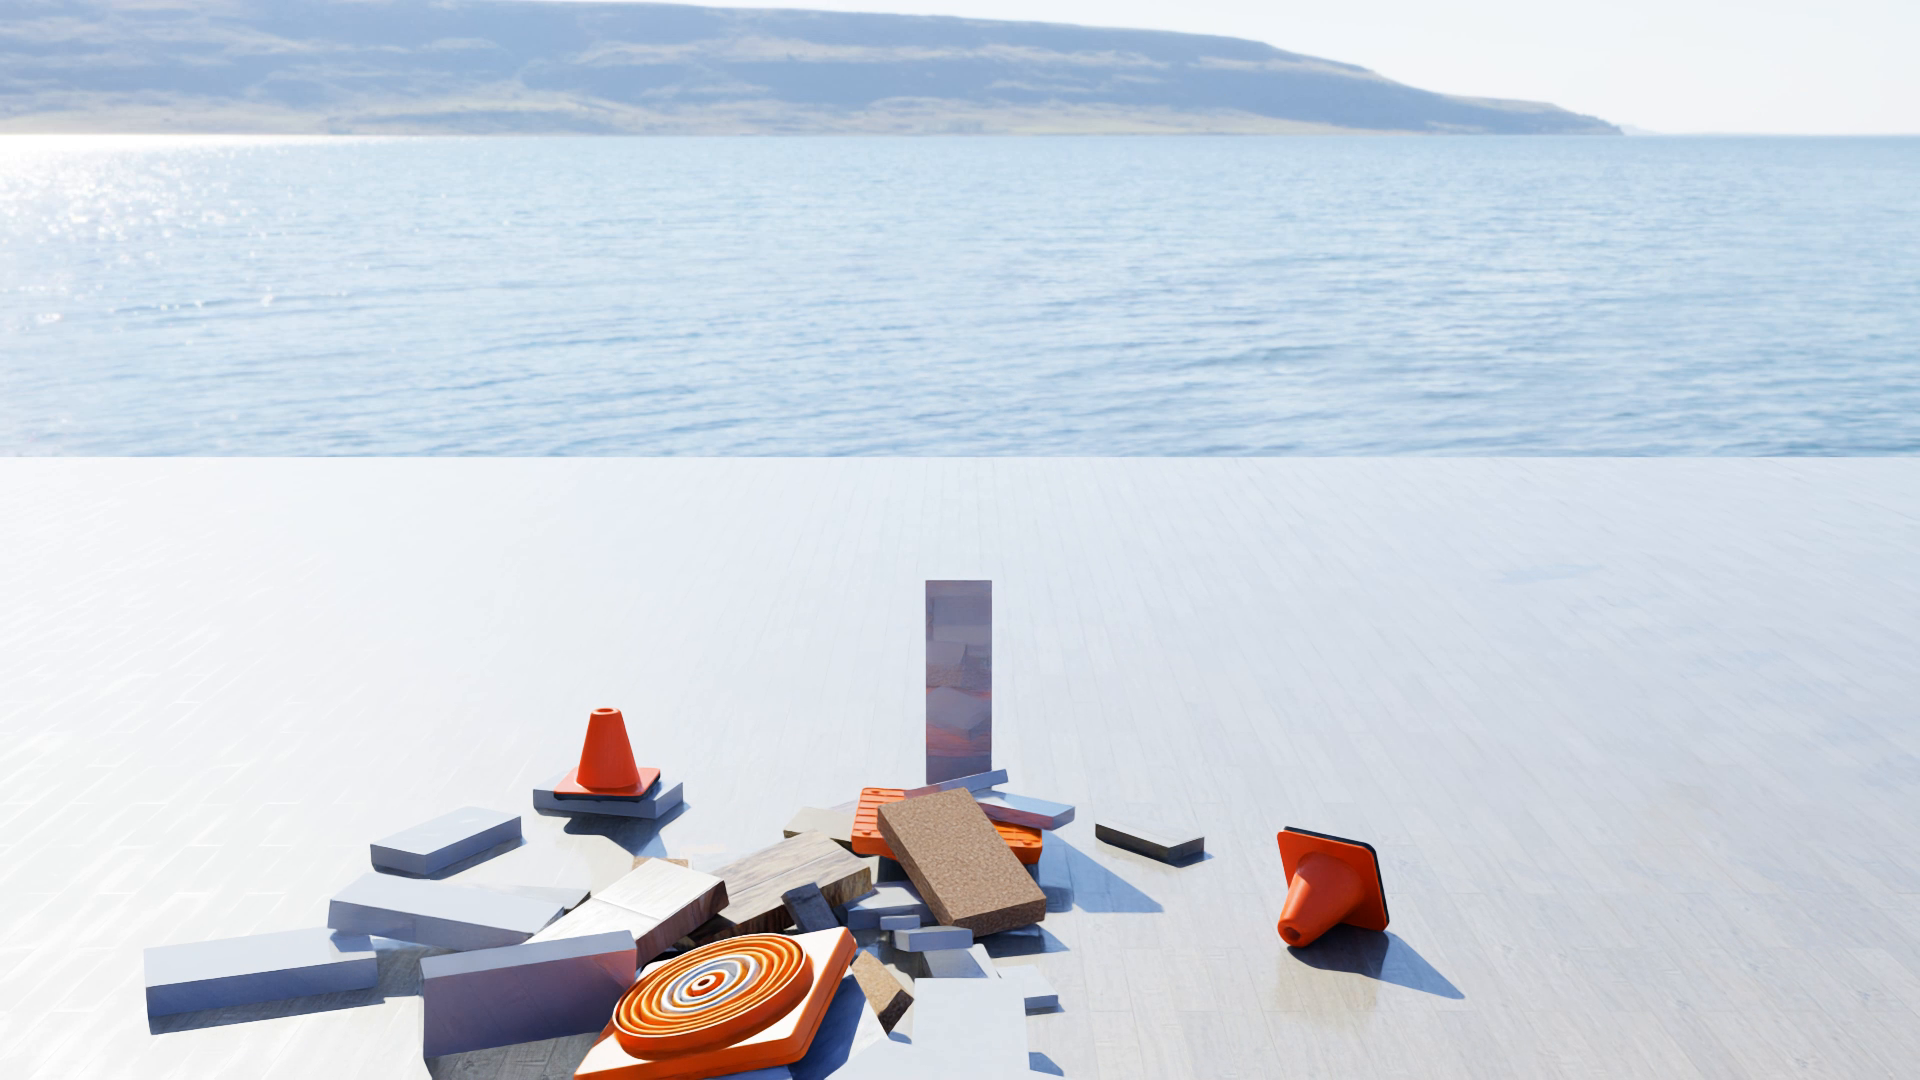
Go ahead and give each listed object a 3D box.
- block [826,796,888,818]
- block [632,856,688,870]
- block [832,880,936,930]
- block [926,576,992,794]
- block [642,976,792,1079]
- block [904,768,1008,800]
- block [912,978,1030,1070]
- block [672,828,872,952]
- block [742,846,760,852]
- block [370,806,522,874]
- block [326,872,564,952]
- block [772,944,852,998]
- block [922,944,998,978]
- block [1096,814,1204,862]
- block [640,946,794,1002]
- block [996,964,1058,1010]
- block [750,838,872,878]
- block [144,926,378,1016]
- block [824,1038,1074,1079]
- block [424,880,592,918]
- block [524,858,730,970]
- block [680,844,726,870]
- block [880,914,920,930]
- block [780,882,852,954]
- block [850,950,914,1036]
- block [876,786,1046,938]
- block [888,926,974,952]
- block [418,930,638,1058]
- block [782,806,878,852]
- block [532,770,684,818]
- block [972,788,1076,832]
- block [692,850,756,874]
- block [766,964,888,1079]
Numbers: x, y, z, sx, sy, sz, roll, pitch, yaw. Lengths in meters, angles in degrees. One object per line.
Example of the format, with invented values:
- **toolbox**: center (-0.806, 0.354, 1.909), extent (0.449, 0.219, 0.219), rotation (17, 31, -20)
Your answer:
- **block**: center (-0.201, 0.508, 4.053), extent (0.076, 0.022, 0.152), rotation (10, 14, 42)
- **block**: center (-0.496, 0.574, 3.606), extent (0.092, 0.026, 0.184), rotation (3, 17, -5)
- **block**: center (-0.086, 0.590, 3.583), extent (0.228, 0.032, 0.114), rotation (-3, 11, -16)
- **block**: center (-0.002, 0.280, 4.173), extent (0.126, 0.425, 0.036), rotation (0, 11, 0)
- **block**: center (-0.317, 0.689, 2.891), extent (0.162, 0.046, 0.365), rotation (-19, 14, -10)
- **block**: center (-0.006, 0.440, 3.925), extent (0.091, 0.026, 0.182), rotation (-17, -7, 40)
- **block**: center (0.013, 0.682, 2.830), extent (0.150, 0.043, 0.518), rotation (0, 11, 0)
- **block**: center (-0.318, 0.562, 3.479), extent (0.321, 0.046, 0.161), rotation (-20, 27, -32)
- **block**: center (-0.325, 0.556, 3.806), extent (0.124, 0.018, 0.062), rotation (6, 12, 28)
- **block**: center (-0.908, 0.530, 3.896), extent (0.126, 0.036, 0.251), rotation (6, 12, 28)
- **block**: center (-0.797, 0.585, 3.421), extent (0.323, 0.046, 0.162), rotation (9, 7, 4)
- **block**: center (-0.210, 0.641, 3.238), extent (0.122, 0.061, 0.017), rotation (-9, -28, -40)
- **block**: center (0.004, 0.650, 3.270), extent (0.095, 0.027, 0.191), rotation (-2, 11, -9)
- **block**: center (0.338, 0.530, 3.924), extent (0.091, 0.026, 0.182), rotation (-9, 14, -40)
- **block**: center (-0.360, 0.646, 3.277), extent (0.228, 0.032, 0.114), rotation (-1, 11, -6)
- **block**: center (0.097, 0.659, 3.248), extent (0.061, 0.017, 0.122), rotation (-3, 11, -15)
- **block**: center (-0.247, 0.542, 3.629), extent (0.184, 0.026, 0.092), rotation (14, 17, 35)
- **block**: center (-1.045, 0.638, 3.284), extent (0.323, 0.046, 0.162), rotation (-4, 11, -21)
- **block**: center (-0.001, 0.674, 2.643), extent (0.301, 0.043, 0.150), rotation (5, 12, 27)
- **block**: center (-0.762, 0.591, 3.594), extent (0.302, 0.026, 0.092), rotation (2, 11, 9)
- **block**: center (-0.520, 0.592, 3.322), extent (0.161, 0.046, 0.321), rotation (9, 28, 39)
- **block**: center (-0.436, 0.559, 3.779), extent (0.076, 0.022, 0.152), rotation (-2, 11, -12)
- **block**: center (-0.093, 0.600, 3.452), extent (0.061, 0.017, 0.122), rotation (-3, -8, -2)
- **block**: center (-0.221, 0.591, 3.391), extent (0.061, 0.122, 0.017), rotation (-11, -29, -45)
- **block**: center (-0.129, 0.646, 3.083), extent (0.027, 0.095, 0.191), rotation (39, -6, -18)
- **block**: center (-0.002, 0.525, 3.592), extent (0.161, 0.046, 0.321), rotation (-9, 31, -22)
- **block**: center (-0.046, 0.606, 3.346), extent (0.095, 0.027, 0.191), rotation (-2, -8, -11)
- **block**: center (-0.600, 0.629, 3.050), extent (0.291, 0.145, 0.041), rotation (-4, 33, -22)
- **block**: center (-0.232, 0.517, 3.939), extent (0.152, 0.022, 0.076), rotation (5, 30, 27)
- **block**: center (-0.665, 0.481, 4.160), extent (0.251, 0.036, 0.126), rotation (3, 11, 16)
- **block**: center (0.100, 0.472, 3.856), extent (0.182, 0.026, 0.091), rotation (8, 9, 27)
- **block**: center (-0.377, 0.574, 3.605), extent (0.114, 0.032, 0.228), rotation (-2, 16, -9)
- **block**: center (-0.177, 0.674, 2.934), extent (0.150, 0.043, 0.301), rotation (-28, 16, -8)
